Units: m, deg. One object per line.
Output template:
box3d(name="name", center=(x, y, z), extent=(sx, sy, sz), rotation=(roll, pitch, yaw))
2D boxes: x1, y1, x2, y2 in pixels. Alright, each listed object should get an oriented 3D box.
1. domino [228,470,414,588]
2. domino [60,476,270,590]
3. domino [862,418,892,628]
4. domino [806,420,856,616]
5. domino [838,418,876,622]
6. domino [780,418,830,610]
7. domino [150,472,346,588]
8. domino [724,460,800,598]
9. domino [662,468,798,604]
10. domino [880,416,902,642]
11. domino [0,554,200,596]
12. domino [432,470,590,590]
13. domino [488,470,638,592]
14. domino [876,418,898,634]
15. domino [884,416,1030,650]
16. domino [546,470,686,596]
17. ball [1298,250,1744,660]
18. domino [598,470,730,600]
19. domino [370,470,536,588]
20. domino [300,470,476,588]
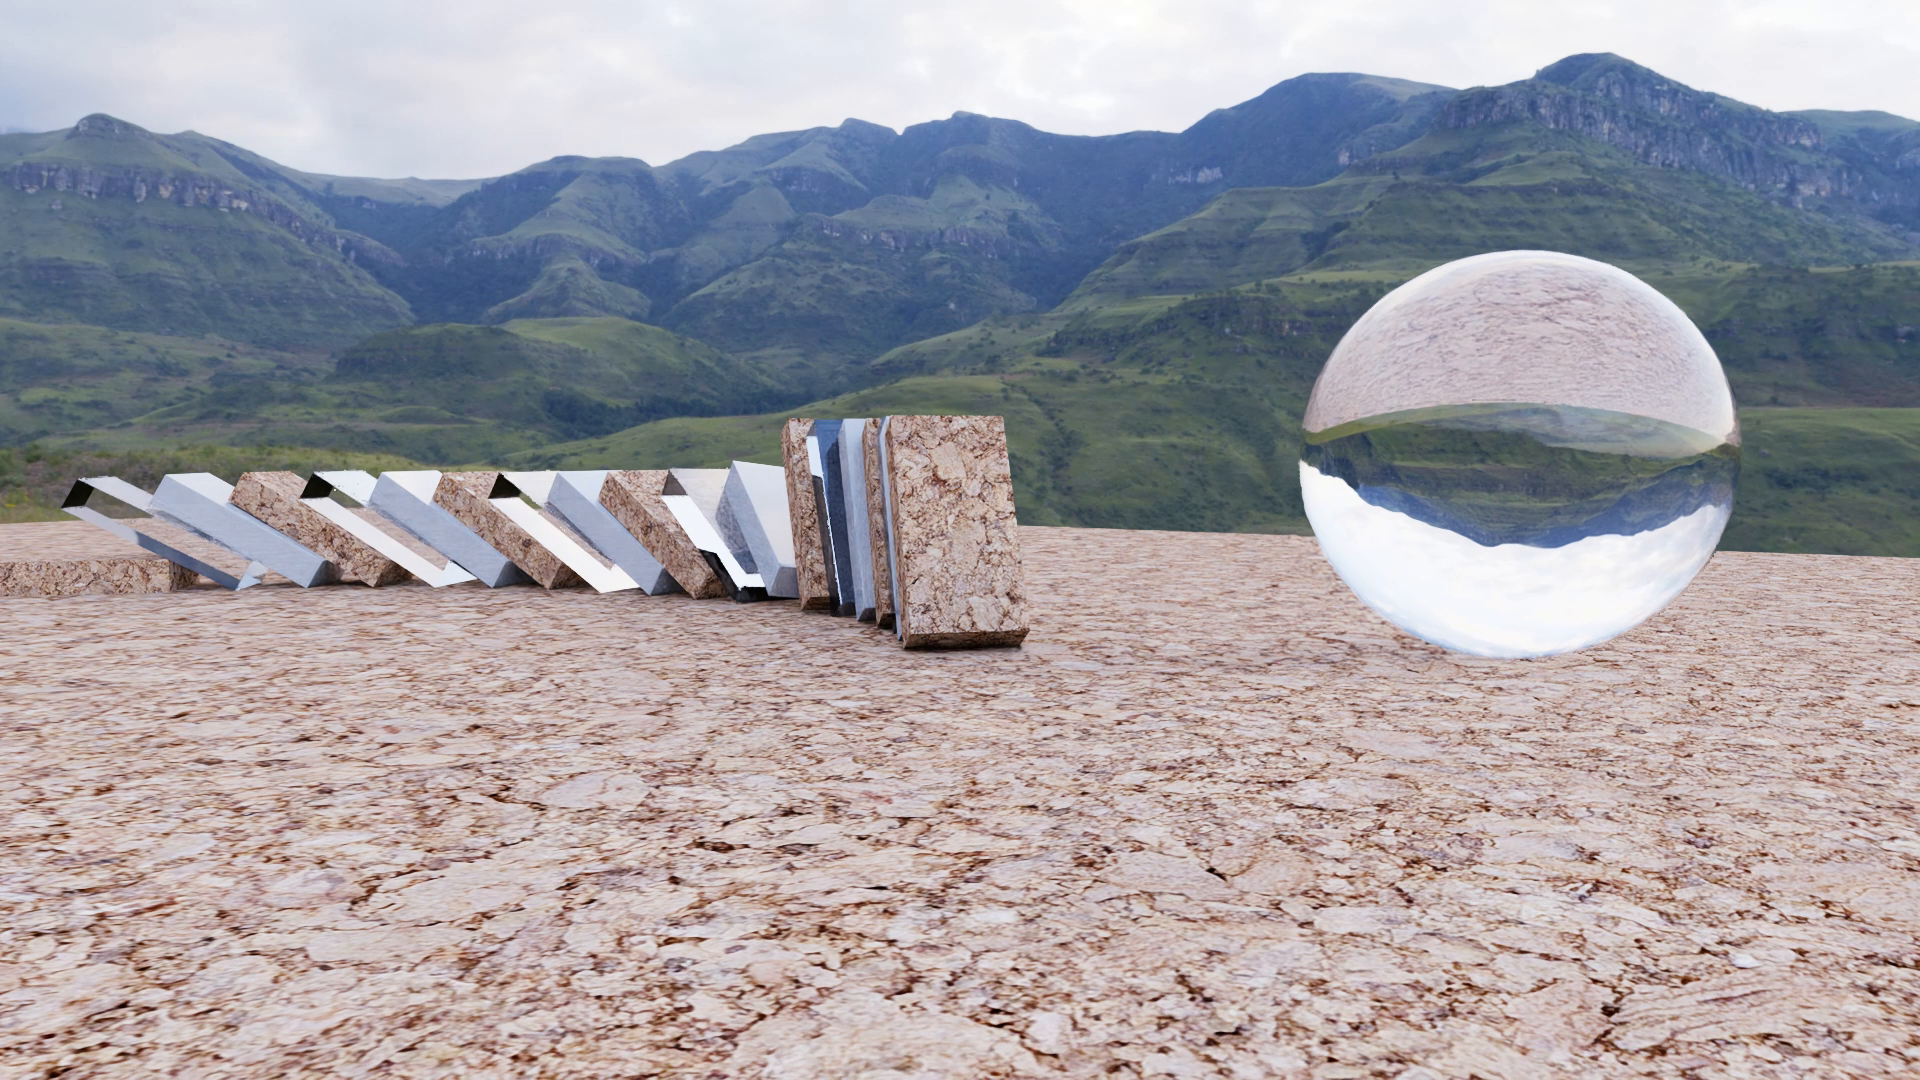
box3d(name="domino", center=(-0.193, -0.004, 0.393), extent=(0.050, 0.009, 0.025), rotation=(31, 4, -1))
box3d(name="domino", center=(-0.232, -0.002, 0.378), extent=(0.050, 0.010, 0.025), rotation=(29, -2, -13))
box3d(name="domino", center=(-0.009, -0.005, 0.305), extent=(0.025, 0.050, 0.009), rotation=(-1, -23, -13))
box3d(name="domino", center=(-0.023, -0.006, 0.325), extent=(0.025, 0.050, 0.009), rotation=(-2, -23, -22))
box3d(name="domino", center=(-0.015, -0.005, 0.316), extent=(0.025, 0.050, 0.010), rotation=(-1, -23, -16))
box3d(name="domino", center=(-0.031, -0.007, 0.334), extent=(0.025, 0.050, 0.010), rotation=(0, -23, -22))
box3d(name="domino", center=(-0.212, -0.003, 0.387), extent=(0.050, 0.009, 0.025), rotation=(30, 1, -6))
box3d(name="domino", center=(-0.046, -0.003, 0.353), extent=(0.025, 0.009, 0.050), rotation=(6, 33, -31))
box3d(name="domino", center=(-0.061, -0.002, 0.360), extent=(0.025, 0.010, 0.050), rotation=(-2, 37, -40))
box3d(name="domino", center=(-0.003, -0.003, 0.285), extent=(0.025, 0.050, 0.010), rotation=(-1, -23, -13))
box3d(name="domino", center=(-0.254, 0.010, 0.374), extent=(0.050, 0.010, 0.025), rotation=(-1, 4, -13))
box3d(name="domino", center=(-0.133, -0.004, 0.391), extent=(0.050, 0.009, 0.025), rotation=(34, 15, 16))
box3d(name="domino", center=(-0.115, -0.003, 0.386), extent=(0.050, 0.009, 0.025), rotation=(35, 18, 19))
box3d(name="domino", center=(-0.005, -0.004, 0.295), extent=(0.025, 0.050, 0.009), rotation=(-1, -23, -13))
box3d(name="domino", center=(-0.001, -0.002, 0.274), extent=(0.025, 0.050, 0.009), rotation=(-1, -23, -13))
box3d(name="domino", center=(-0.096, -0.003, 0.379), extent=(0.050, 0.010, 0.025), rotation=(38, 23, 25))
box3d(name="ball", center=(0.108, -0.017, 0.254), extent=(0.080, 0.080, 0.080), rotation=(0, 4, 0))
box3d(name="domino", center=(-0.079, -0.002, 0.369), extent=(0.050, 0.010, 0.025), rotation=(40, 26, 28))
box3d(name="domino", center=(-0.153, -0.004, 0.394), extent=(0.050, 0.009, 0.025), rotation=(33, 12, 12))
box3d(name="domino", center=(-0.173, -0.004, 0.394), extent=(0.050, 0.010, 0.025), rotation=(32, 8, 5))
